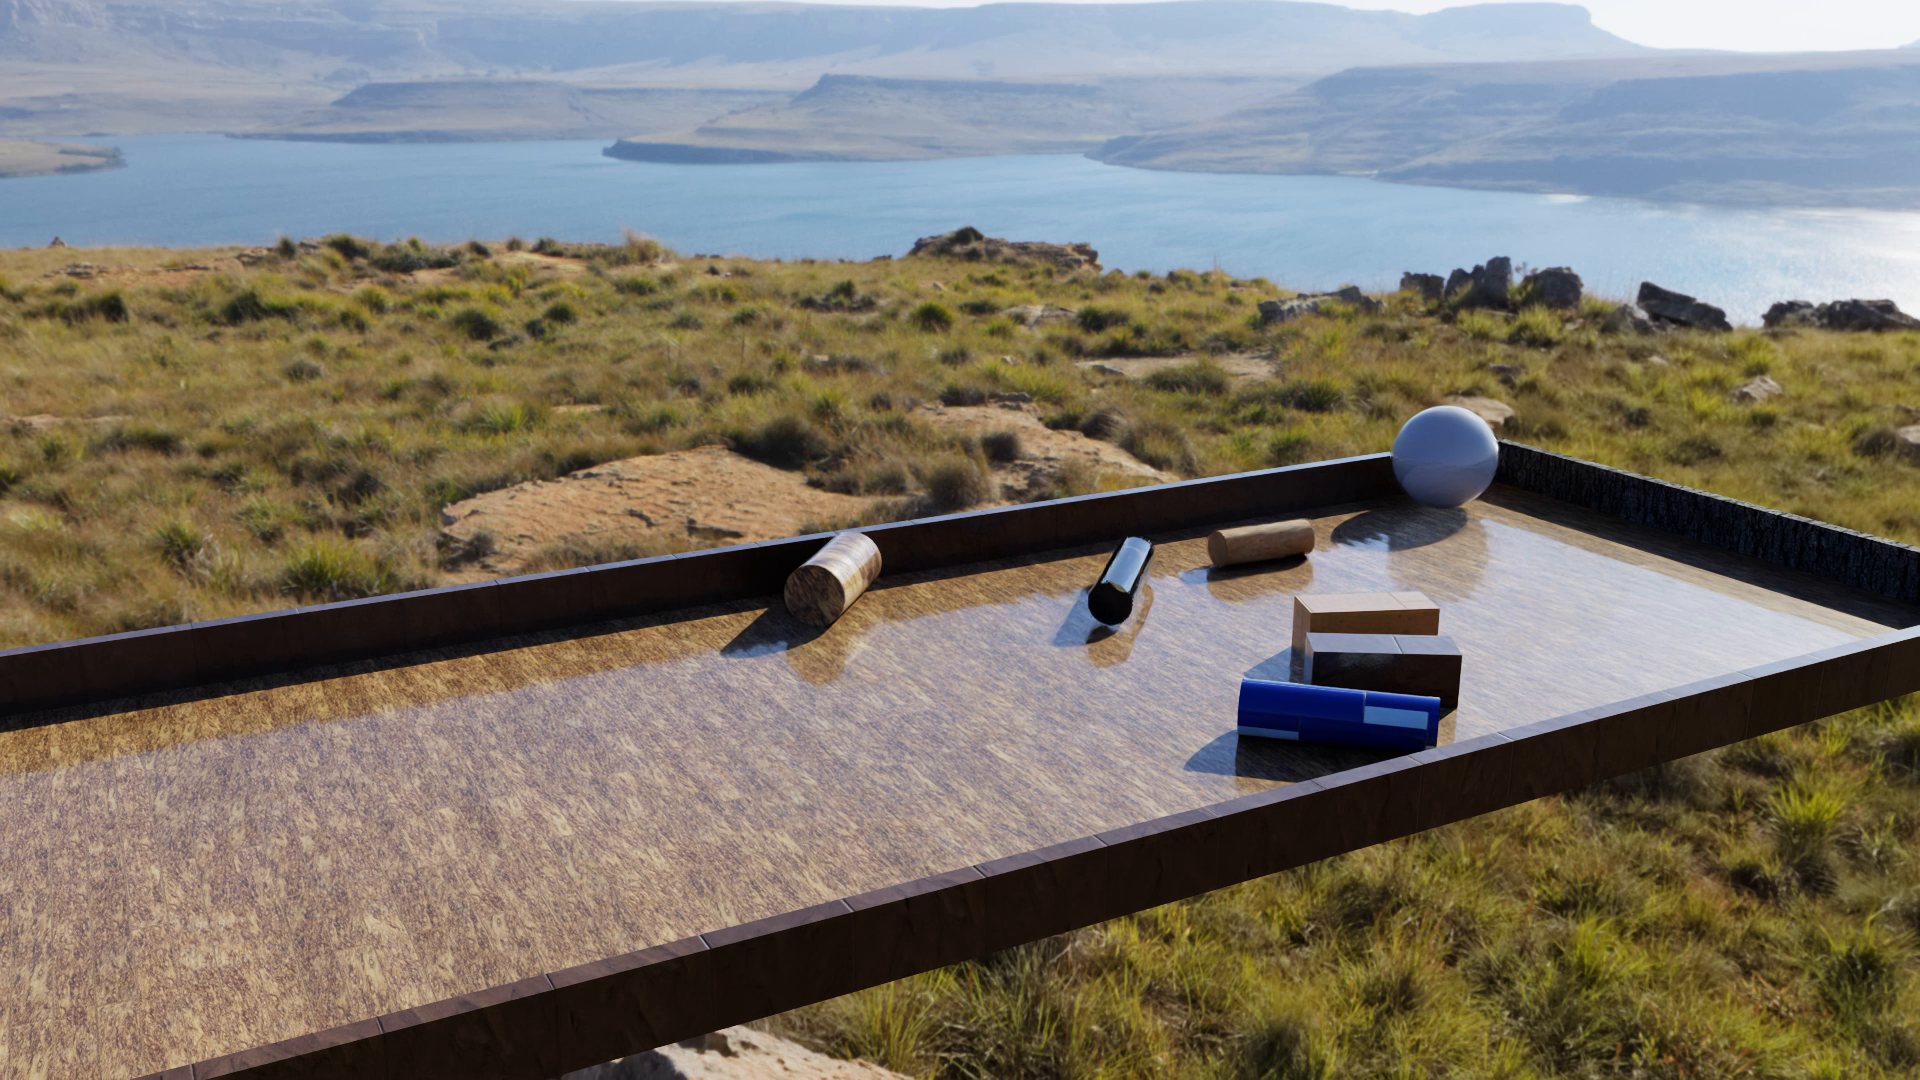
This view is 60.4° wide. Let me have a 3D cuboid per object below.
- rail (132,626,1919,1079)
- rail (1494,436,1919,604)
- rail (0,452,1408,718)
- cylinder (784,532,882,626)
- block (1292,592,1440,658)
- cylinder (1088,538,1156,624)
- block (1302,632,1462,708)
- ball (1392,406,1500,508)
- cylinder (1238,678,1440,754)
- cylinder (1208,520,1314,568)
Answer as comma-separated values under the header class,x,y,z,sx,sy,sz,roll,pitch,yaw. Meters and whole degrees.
class,x,y,z,sx,sy,sz,roll,pitch,yaw
rail,-2.336,1.006,1.665,12.000,0.150,0.050,-9,18,-27
rail,2.466,-0.048,5.253,0.050,0.150,2.100,-9,18,-27
rail,-3.305,0.497,3.399,12.000,0.150,0.050,-9,18,-27
cylinder,-0.357,0.106,4.683,0.176,0.176,0.345,4,17,14
block,1.062,0.229,4.327,0.343,0.140,0.140,-2,16,-6
cylinder,0.469,0.113,4.750,0.124,0.124,0.456,4,17,14
block,1.029,0.317,4.034,0.351,0.136,0.136,1,16,4
ball,1.679,-0.288,5.707,0.354,0.354,0.354,0,16,0
cylinder,0.860,0.402,3.754,0.438,0.132,0.132,5,17,15
cylinder,0.936,0.010,5.123,0.321,0.112,0.112,-7,18,-24
